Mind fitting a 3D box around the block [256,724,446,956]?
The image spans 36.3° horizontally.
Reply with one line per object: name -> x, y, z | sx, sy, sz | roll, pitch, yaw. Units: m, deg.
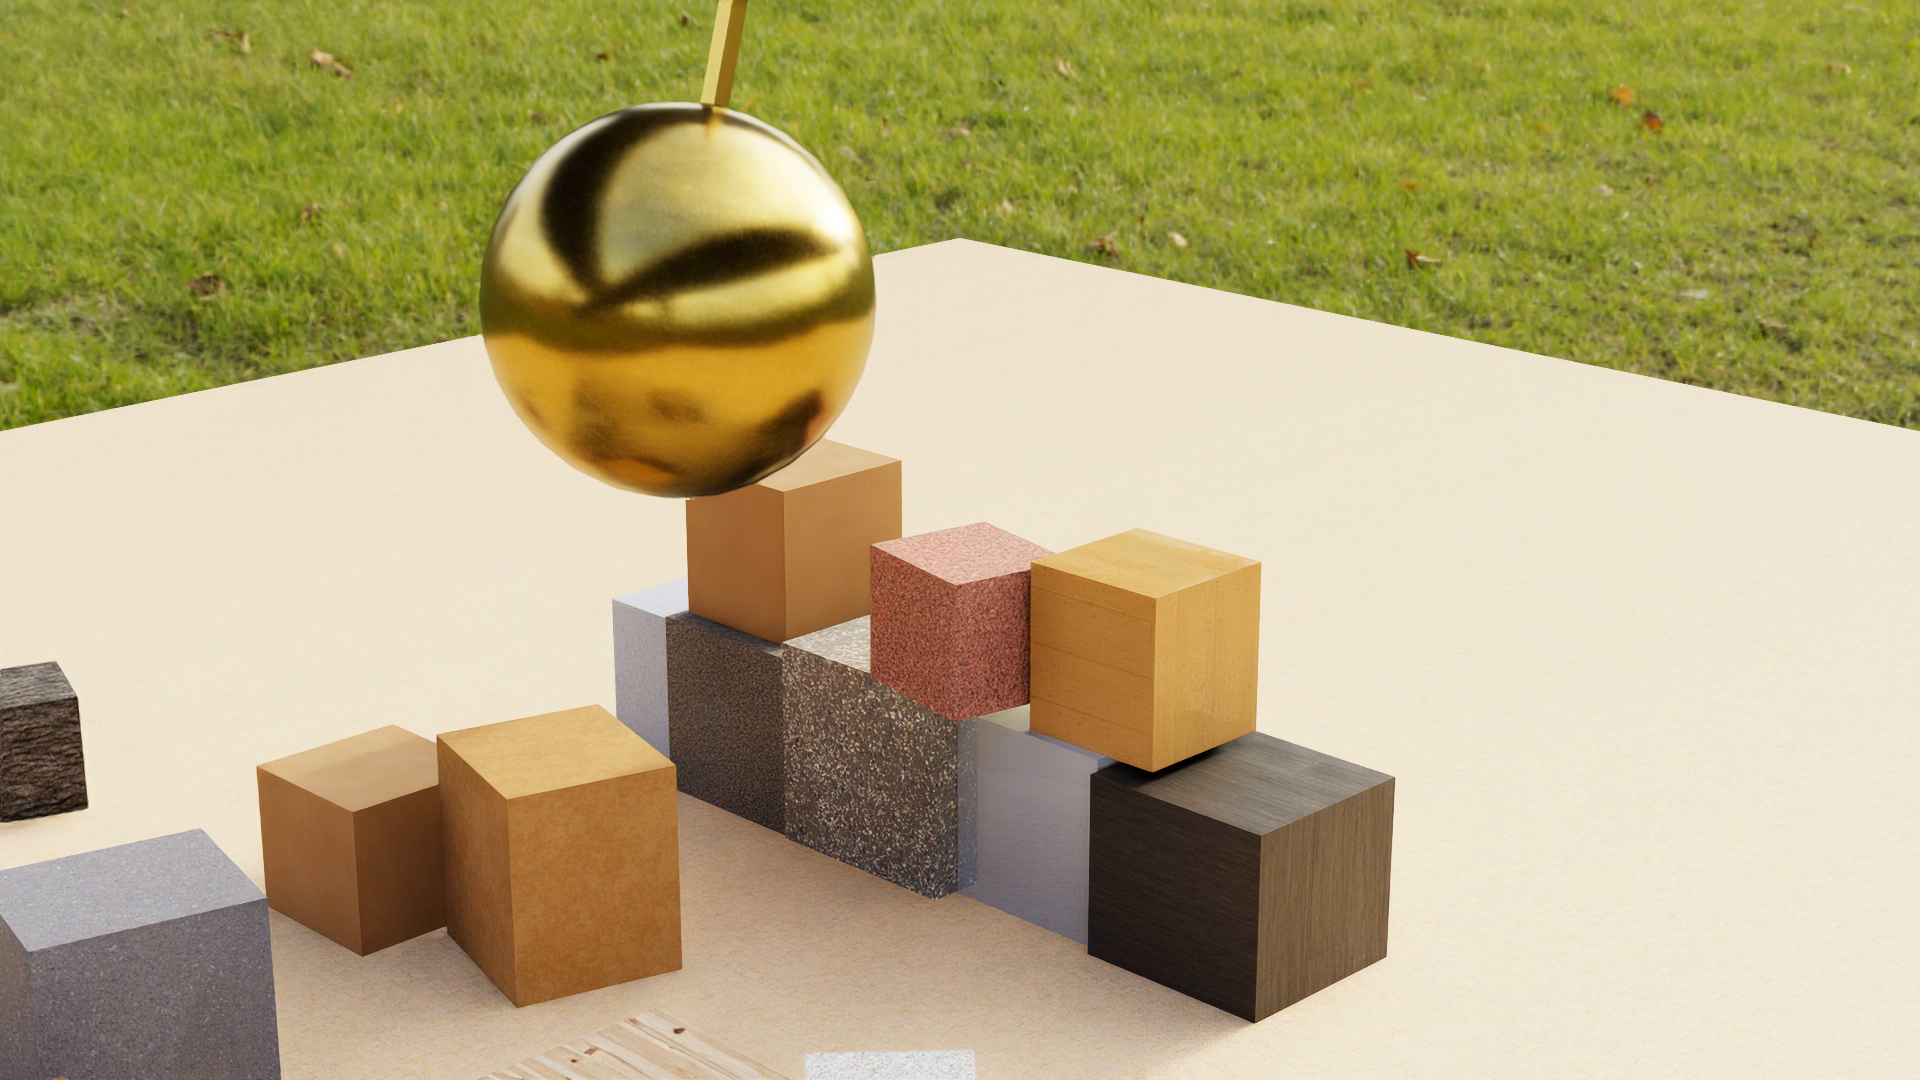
block -> -2.585, 1.319, 13.025 | 0.748, 0.673, 0.722 | 17, 24, 42

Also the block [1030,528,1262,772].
block -> 0.797, 0.460, 12.655 | 0.705, 0.770, 0.689 | 16, 24, 42

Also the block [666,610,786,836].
block -> -0.771, 0.780, 14.376 | 0.998, 0.891, 0.858 | -17, 24, -42

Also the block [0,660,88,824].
block -> -4.583, 0.984, 14.251 | 0.525, 0.577, 0.572 | -8, 19, -25

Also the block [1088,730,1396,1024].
block -> 1.195, 1.394, 12.518 | 0.889, 0.835, 0.932 | -17, 24, -42

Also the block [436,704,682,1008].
block -> -1.716, 1.332, 12.546 | 0.749, 0.935, 0.834 | -10, 20, -28

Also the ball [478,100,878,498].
ball -> -1.136, -0.967, 11.848 | 1.600, 1.600, 1.600 | 0, 17, 0

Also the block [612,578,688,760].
block -> -1.303, 0.670, 14.911 | 0.635, 0.780, 0.648 | -17, 24, -42

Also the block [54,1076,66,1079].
block -> -3.248, 2.241, 10.446 | 0.376, 0.441, 0.445 | -15, 21, -40

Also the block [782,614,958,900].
block -> -0.107, 0.939, 13.722 | 1.005, 0.981, 1.025 | 17, 24, 42

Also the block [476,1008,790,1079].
block -> -1.085, 2.213, 9.928 | 0.791, 0.825, 0.795 | -16, 24, -41

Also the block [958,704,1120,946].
block -> 0.553, 1.183, 13.109 | 0.755, 0.882, 0.842 | -17, 24, -42

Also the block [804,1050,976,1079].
block -> -0.240, 2.219, 10.332 | 0.606, 0.571, 0.682 | -1, 17, -2

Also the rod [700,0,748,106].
rod -> -0.492, -4.285, 11.479 | 0.080, 5.200, 0.080 | 17, 8, 42

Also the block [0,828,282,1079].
block -> -3.197, 1.748, 11.277 | 0.894, 0.902, 0.786 | -11, 20, -30

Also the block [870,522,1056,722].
block -> 0.044, 0.349, 12.926 | 0.616, 0.622, 0.664 | -12, 22, -33

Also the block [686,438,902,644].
block -> -0.800, -0.016, 14.158 | 0.755, 0.759, 0.716 | -17, 24, -42
